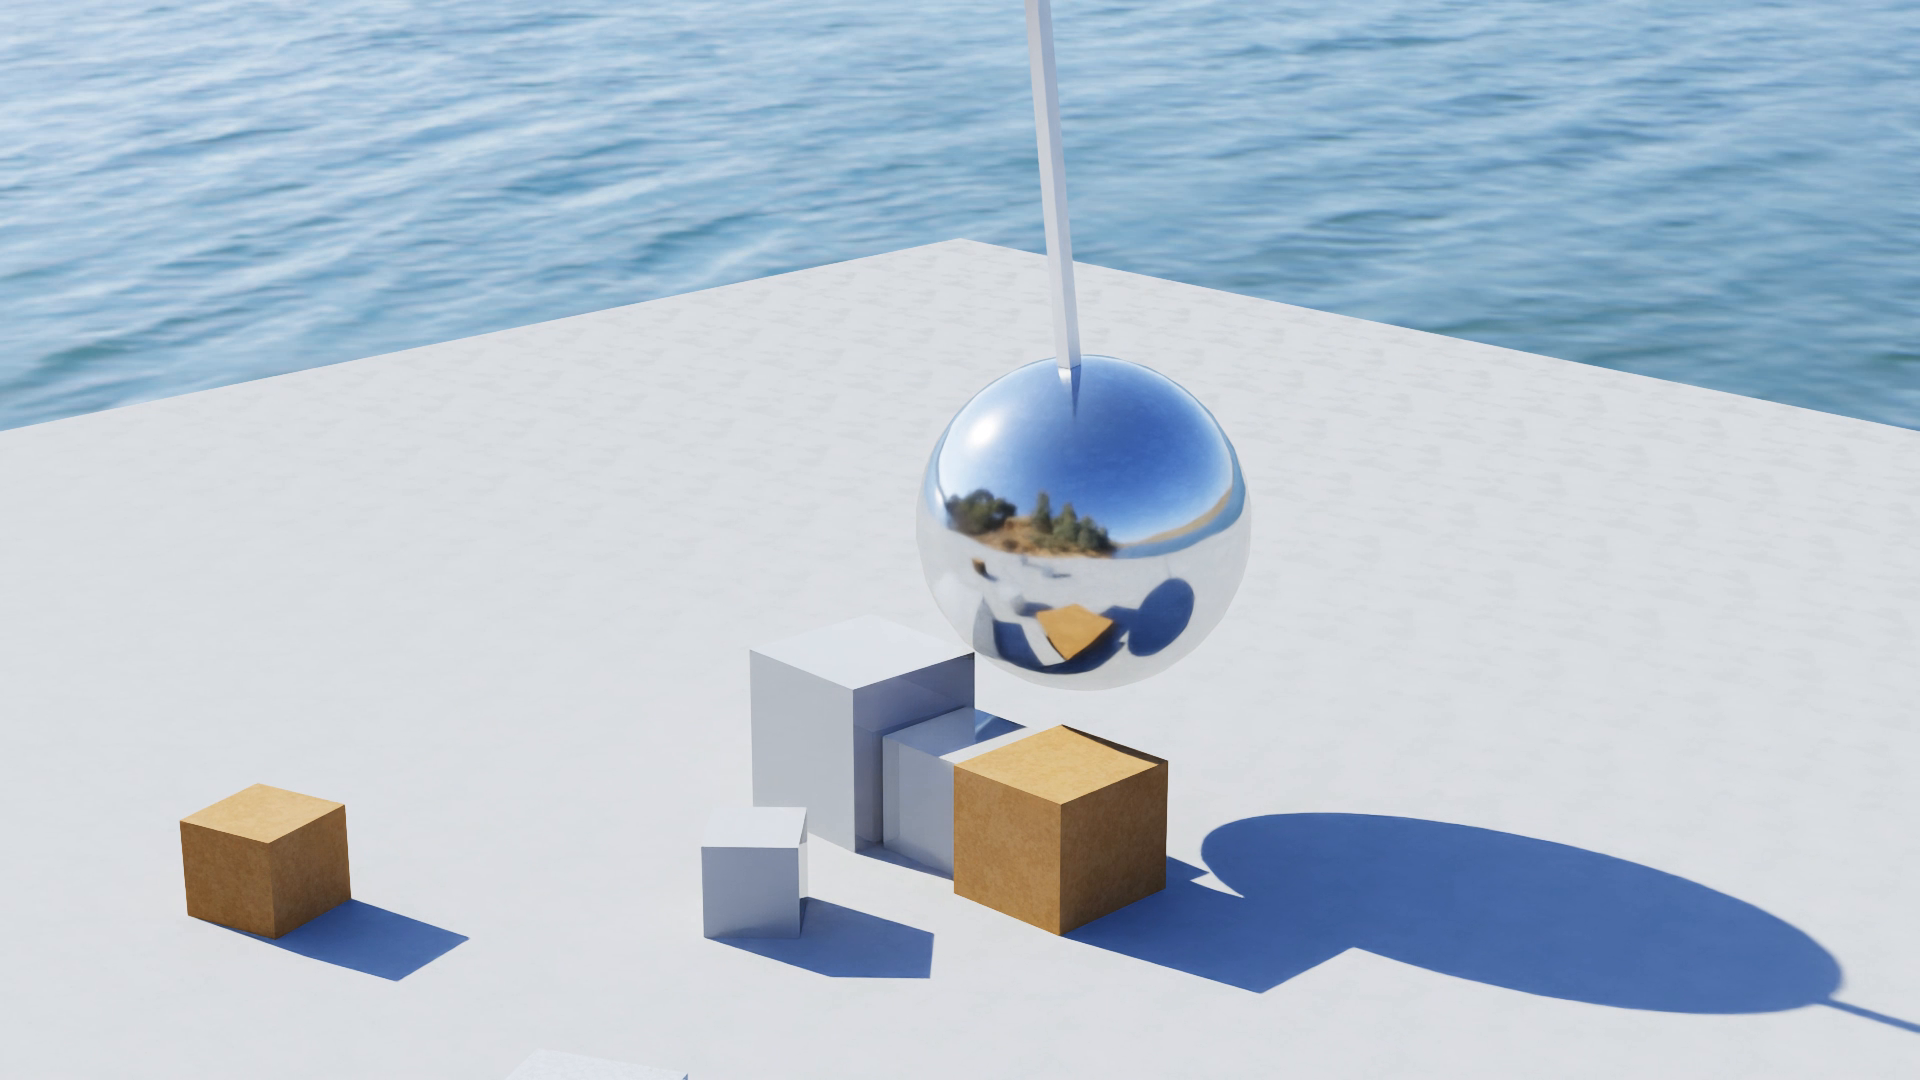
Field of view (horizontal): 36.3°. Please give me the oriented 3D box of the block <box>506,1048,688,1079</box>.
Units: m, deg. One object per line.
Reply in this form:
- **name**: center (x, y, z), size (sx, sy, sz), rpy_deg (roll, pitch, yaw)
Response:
- **block**: center (-1.332, 2.228, 10.219), size (0.586, 0.622, 0.603), rpy_deg (6, 18, 18)

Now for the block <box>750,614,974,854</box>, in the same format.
- **block**: center (-0.466, 0.913, 14.081), size (0.766, 0.814, 0.755), rpy_deg (-15, 23, -40)

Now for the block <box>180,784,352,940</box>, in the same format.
- **block**: center (-3.087, 1.424, 13.052), size (0.513, 0.457, 0.500), rpy_deg (10, 20, 28)

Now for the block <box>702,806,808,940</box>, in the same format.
- **block**: center (-0.903, 1.466, 12.958), size (0.422, 0.432, 0.451), rpy_deg (1, 17, 2)

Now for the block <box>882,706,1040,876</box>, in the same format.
- **block**: center (0.041, 1.176, 13.675), size (0.564, 0.556, 0.568), rpy_deg (-17, 24, -42)

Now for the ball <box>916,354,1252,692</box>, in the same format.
- **ball**: center (0.587, -0.081, 13.931), size (1.600, 1.600, 1.600), rpy_deg (0, 17, 0)

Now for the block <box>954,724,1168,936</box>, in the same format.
- **block**: center (0.452, 1.293, 13.194), size (0.649, 0.622, 0.713), rpy_deg (16, 24, 42)

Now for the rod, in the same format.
- **rod**: center (0.254, -3.194, 12.604), size (0.080, 5.200, 0.080), rpy_deg (17, 32, 42)
